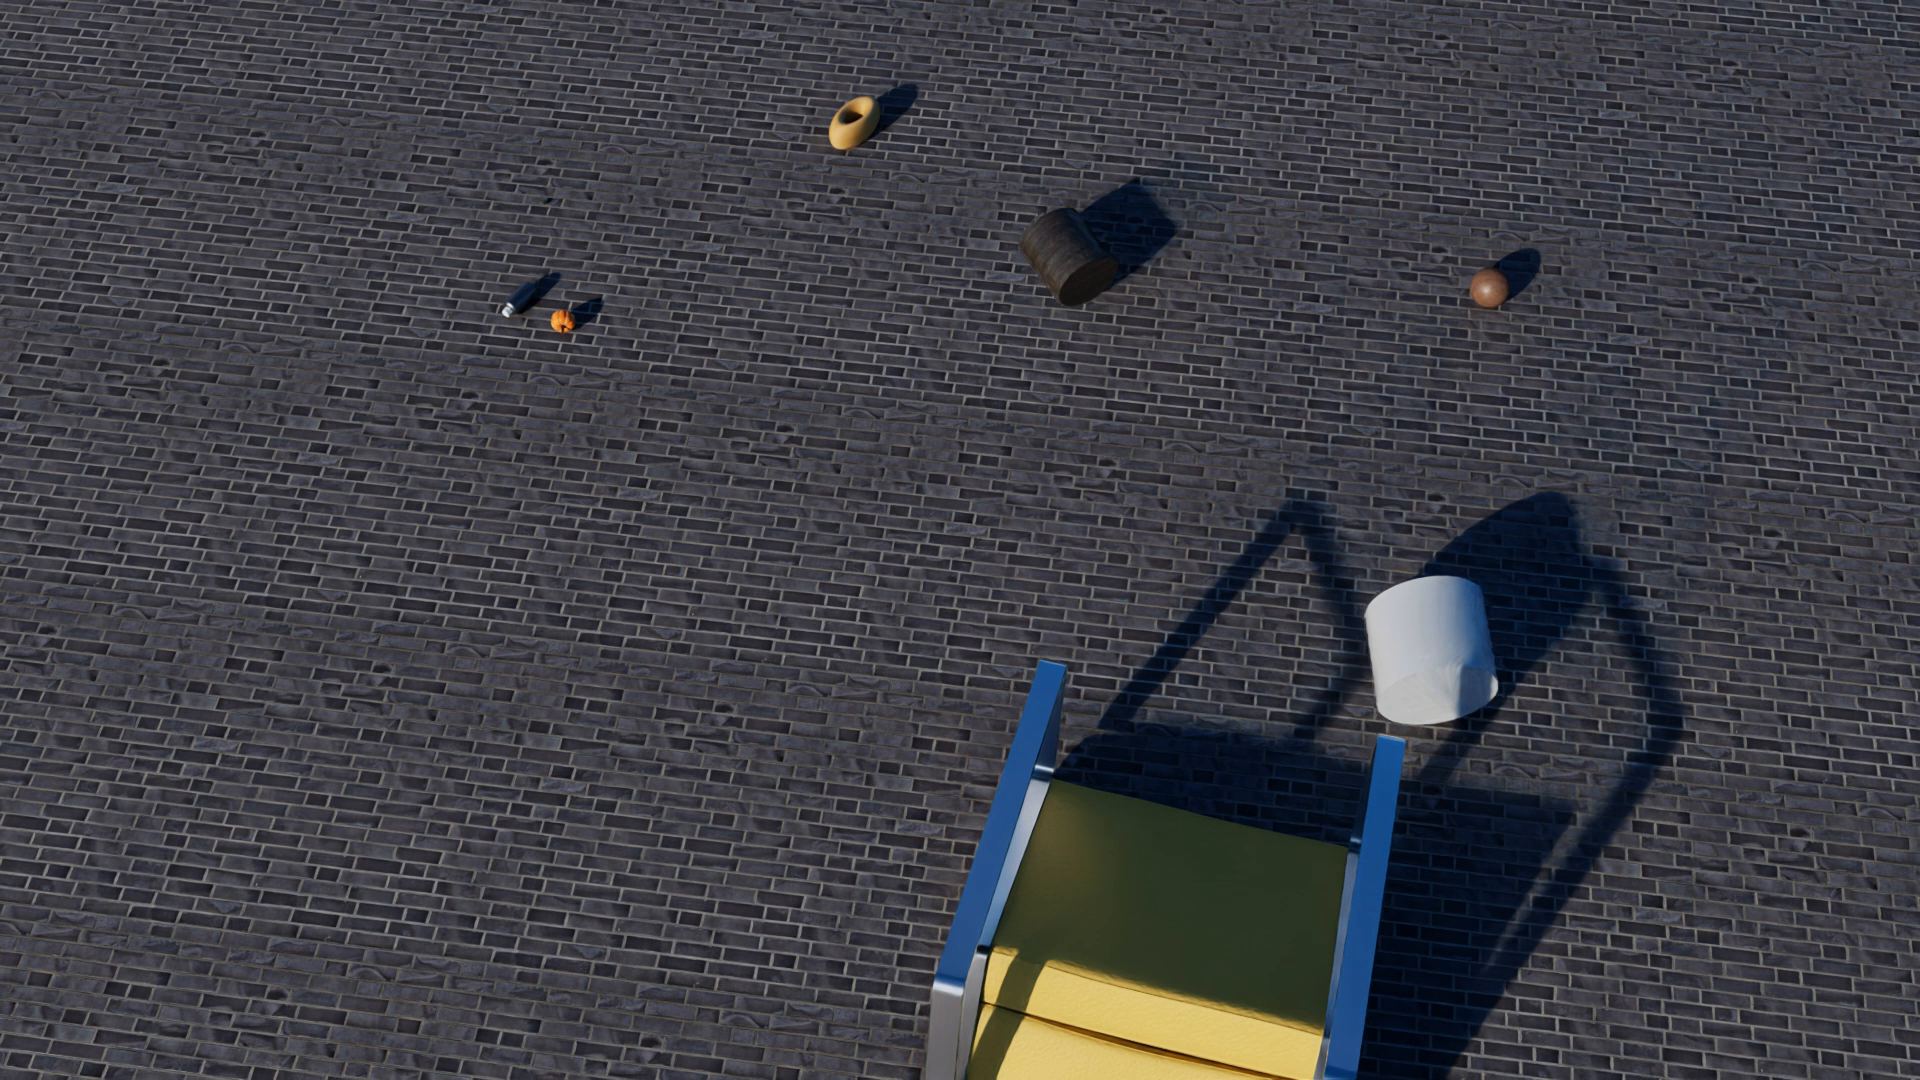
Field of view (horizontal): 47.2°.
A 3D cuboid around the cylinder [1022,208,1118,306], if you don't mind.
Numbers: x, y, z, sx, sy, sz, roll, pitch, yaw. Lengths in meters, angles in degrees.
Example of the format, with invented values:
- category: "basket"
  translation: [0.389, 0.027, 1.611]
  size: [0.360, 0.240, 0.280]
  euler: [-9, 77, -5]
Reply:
- category: "cylinder"
  translation: [0.352, -0.911, 7.069]
  size: [0.219, 0.192, 0.244]
  euler: [-29, 60, -9]

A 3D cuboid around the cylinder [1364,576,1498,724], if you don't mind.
- category: "cylinder"
  translation: [1.320, 0.311, 6.171]
  size: [0.346, 0.301, 0.292]
  euler: [-29, 47, 35]

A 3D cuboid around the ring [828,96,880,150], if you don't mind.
- category: "ring"
  translation: [-0.357, -1.416, 7.460]
  size: [0.122, 0.109, 0.233]
  euler: [34, 61, 18]
